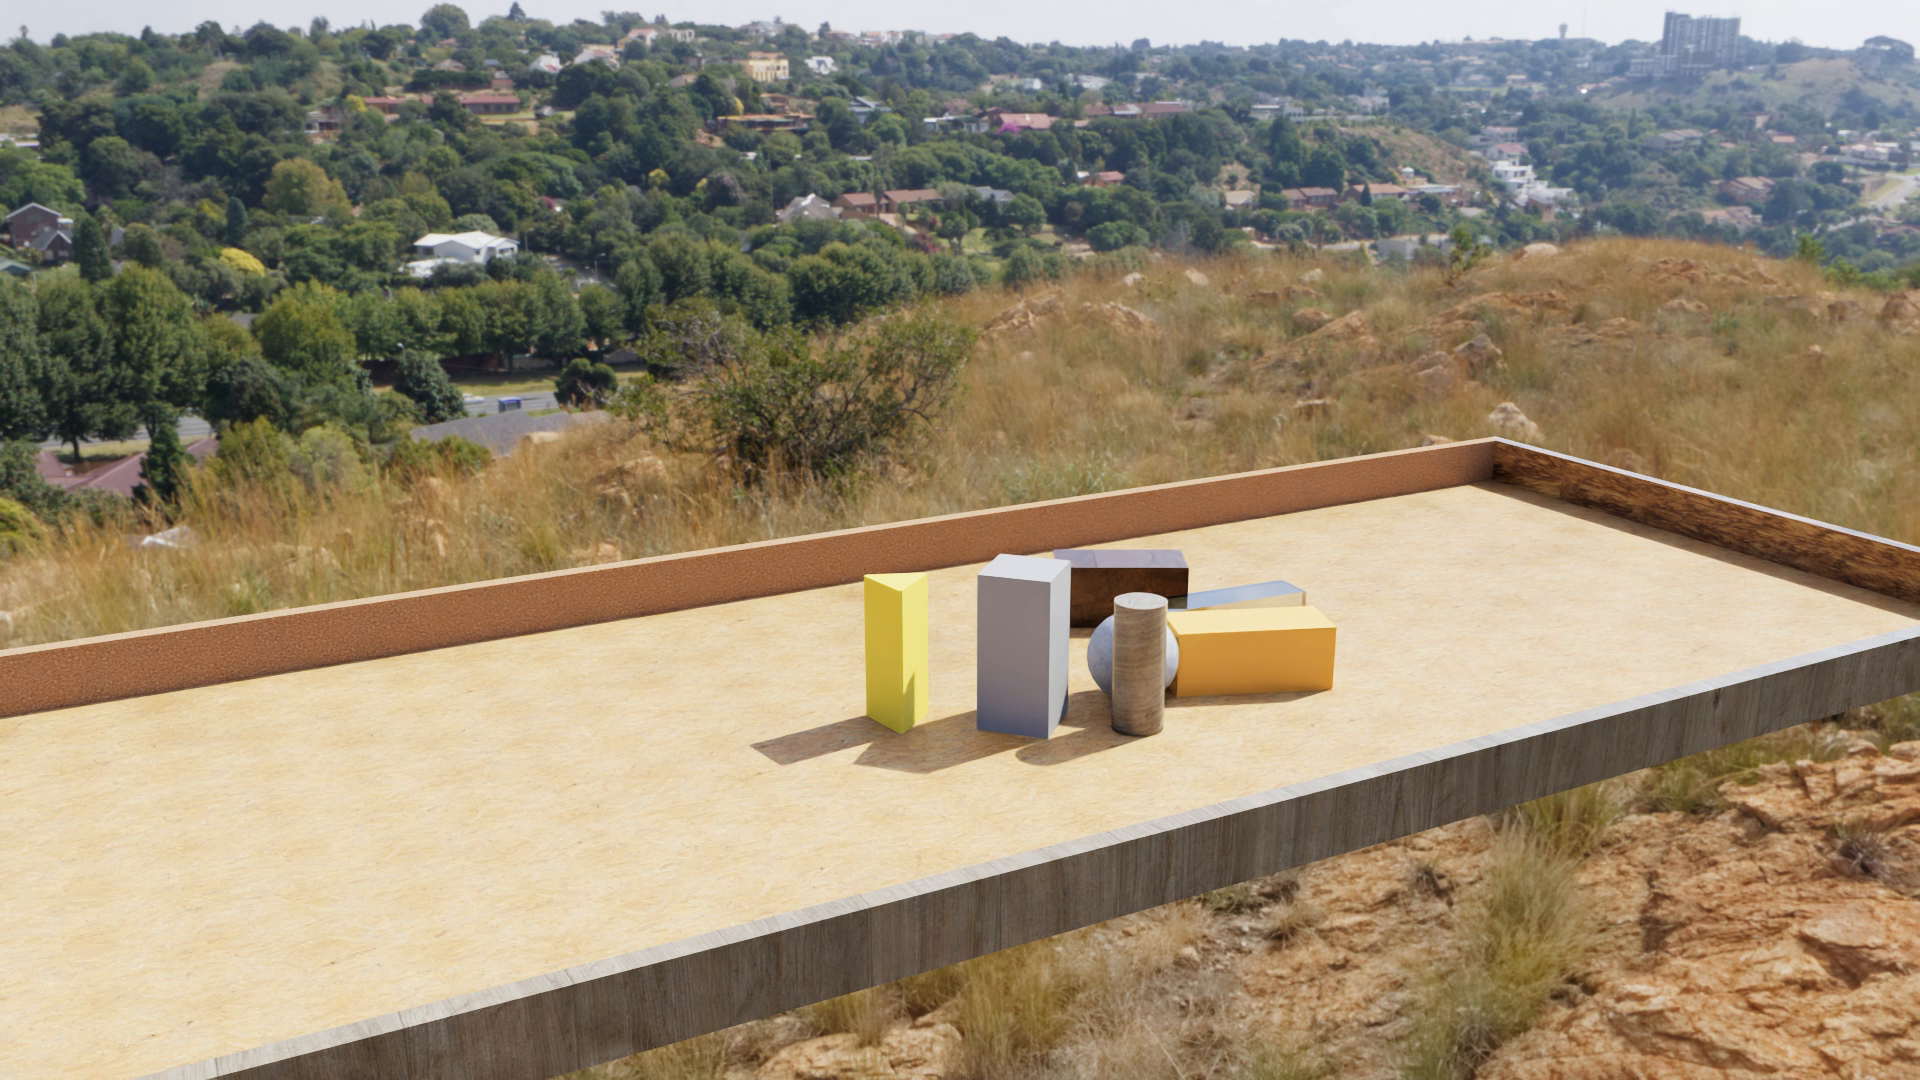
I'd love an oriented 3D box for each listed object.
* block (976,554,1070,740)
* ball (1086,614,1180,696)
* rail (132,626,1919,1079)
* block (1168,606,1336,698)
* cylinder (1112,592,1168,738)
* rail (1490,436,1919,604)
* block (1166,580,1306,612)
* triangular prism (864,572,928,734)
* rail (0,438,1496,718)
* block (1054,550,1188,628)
[{"bbox_3d":[0.149,0.245,3.847,0.173,0.380,0.173,5,17,18],"label":"block"},{"bbox_3d":[0.420,0.282,4.000,0.224,0.224,0.224,0,16,0],"label":"ball"},{"bbox_3d":[-2.336,1.006,1.665,12.000,0.150,0.050,-9,18,-27],"label":"rail"},{"bbox_3d":[0.717,0.277,4.122,0.397,0.164,0.164,-2,17,-7],"label":"block"},{"bbox_3d":[0.415,0.288,3.821,0.123,0.311,0.123,0,16,0],"label":"cylinder"},{"bbox_3d":[2.466,-0.048,5.253,0.050,0.150,2.100,-9,18,-27],"label":"rail"},{"bbox_3d":[0.721,0.204,4.459,0.428,0.114,0.114,-7,18,-23],"label":"block"},{"bbox_3d":[-0.128,0.255,3.867,0.126,0.349,0.145,-12,20,-35],"label":"triangular prism"},{"bbox_3d":[-3.305,0.497,3.399,12.000,0.150,0.050,-9,18,-27],"label":"rail"},{"bbox_3d":[0.443,0.134,4.592,0.360,0.173,0.173,0,16,0],"label":"block"}]
